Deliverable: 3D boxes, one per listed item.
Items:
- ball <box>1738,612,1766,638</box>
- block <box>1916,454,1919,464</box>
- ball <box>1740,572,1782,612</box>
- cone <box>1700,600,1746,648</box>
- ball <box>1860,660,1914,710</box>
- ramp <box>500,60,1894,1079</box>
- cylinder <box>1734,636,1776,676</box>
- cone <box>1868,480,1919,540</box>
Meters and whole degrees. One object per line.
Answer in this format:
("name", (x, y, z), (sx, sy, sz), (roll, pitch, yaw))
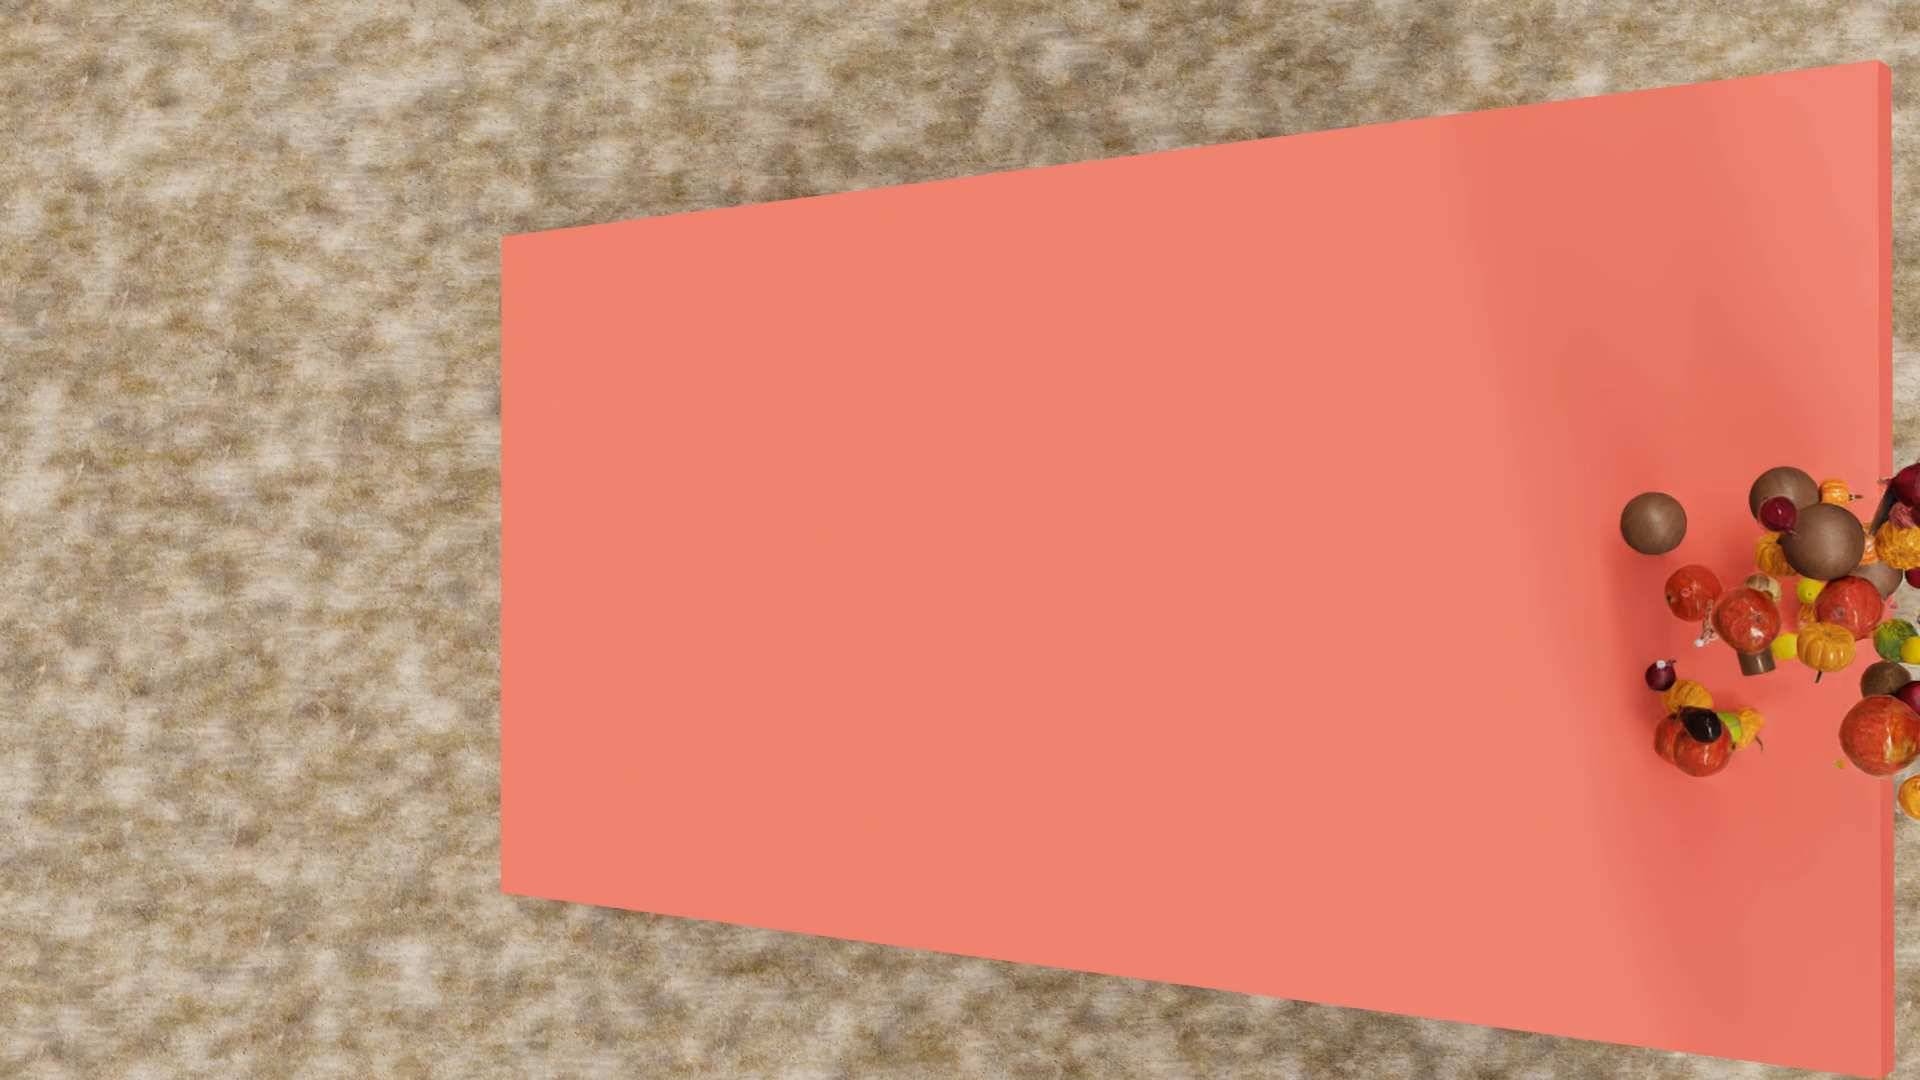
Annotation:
("ball", (1.583, 0.171, 4.396), (0.054, 0.054, 0.054), (0, 90, 0))
("block", (1.491, -0.105, 3.255), (0.088, 0.088, 0.088), (-39, 103, 14))
("ball", (1.592, 0.104, 4.372), (0.079, 0.079, 0.079), (0, 90, 0))
("cone", (1.472, 0.178, 4.300), (0.087, 0.087, 0.087), (42, 81, 0))
("ball", (1.573, 0.247, 3.732), (0.085, 0.085, 0.085), (0, 90, 0))
("ramp", (0.233, 0.065, 5.552), (4.000, 0.100, 2.000), (0, 89, 37))
("cylinder", (1.428, 0.208, 3.950), (0.060, 0.060, 0.060), (-15, 90, 0))
("cone", (1.633, -0.064, 3.845), (0.095, 0.095, 0.095), (-18, 114, 0))
